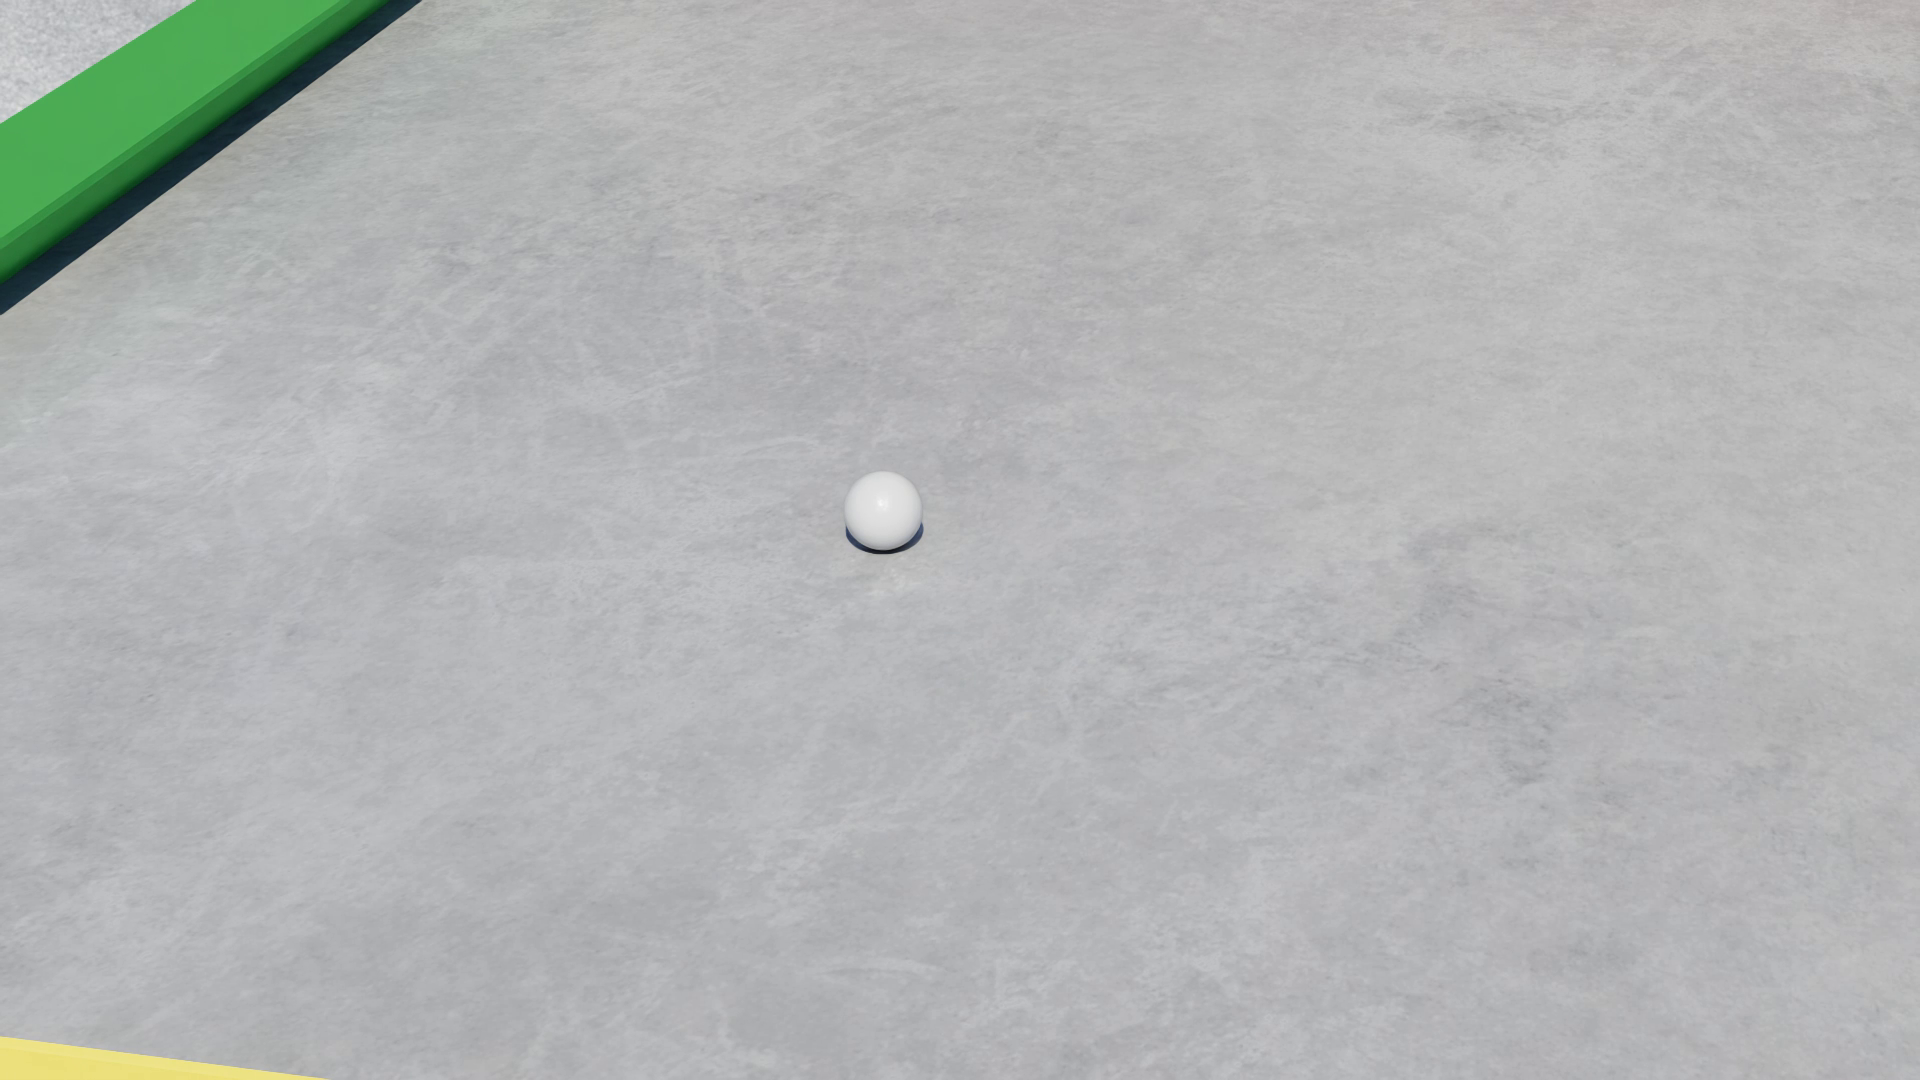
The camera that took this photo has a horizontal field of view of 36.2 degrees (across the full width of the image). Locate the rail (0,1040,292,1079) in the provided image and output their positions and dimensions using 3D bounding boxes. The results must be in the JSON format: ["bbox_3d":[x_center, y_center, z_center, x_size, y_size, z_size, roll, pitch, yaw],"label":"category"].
[{"bbox_3d":[-0.142,0.275,1.221,1.699,0.120,0.045,5,27,10],"label":"rail"}]

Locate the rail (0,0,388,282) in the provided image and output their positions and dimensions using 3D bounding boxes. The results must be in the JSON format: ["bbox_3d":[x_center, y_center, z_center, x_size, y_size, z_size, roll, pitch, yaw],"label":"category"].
[{"bbox_3d":[-0.661,-0.417,2.624,0.045,0.120,2.900,5,27,10],"label":"rail"}]

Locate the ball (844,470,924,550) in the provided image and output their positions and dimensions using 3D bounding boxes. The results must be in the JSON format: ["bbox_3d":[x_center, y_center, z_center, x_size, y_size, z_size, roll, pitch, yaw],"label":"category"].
[{"bbox_3d":[-0.049,-0.019,1.896,0.052,0.052,0.052,0,26,0],"label":"ball"}]
